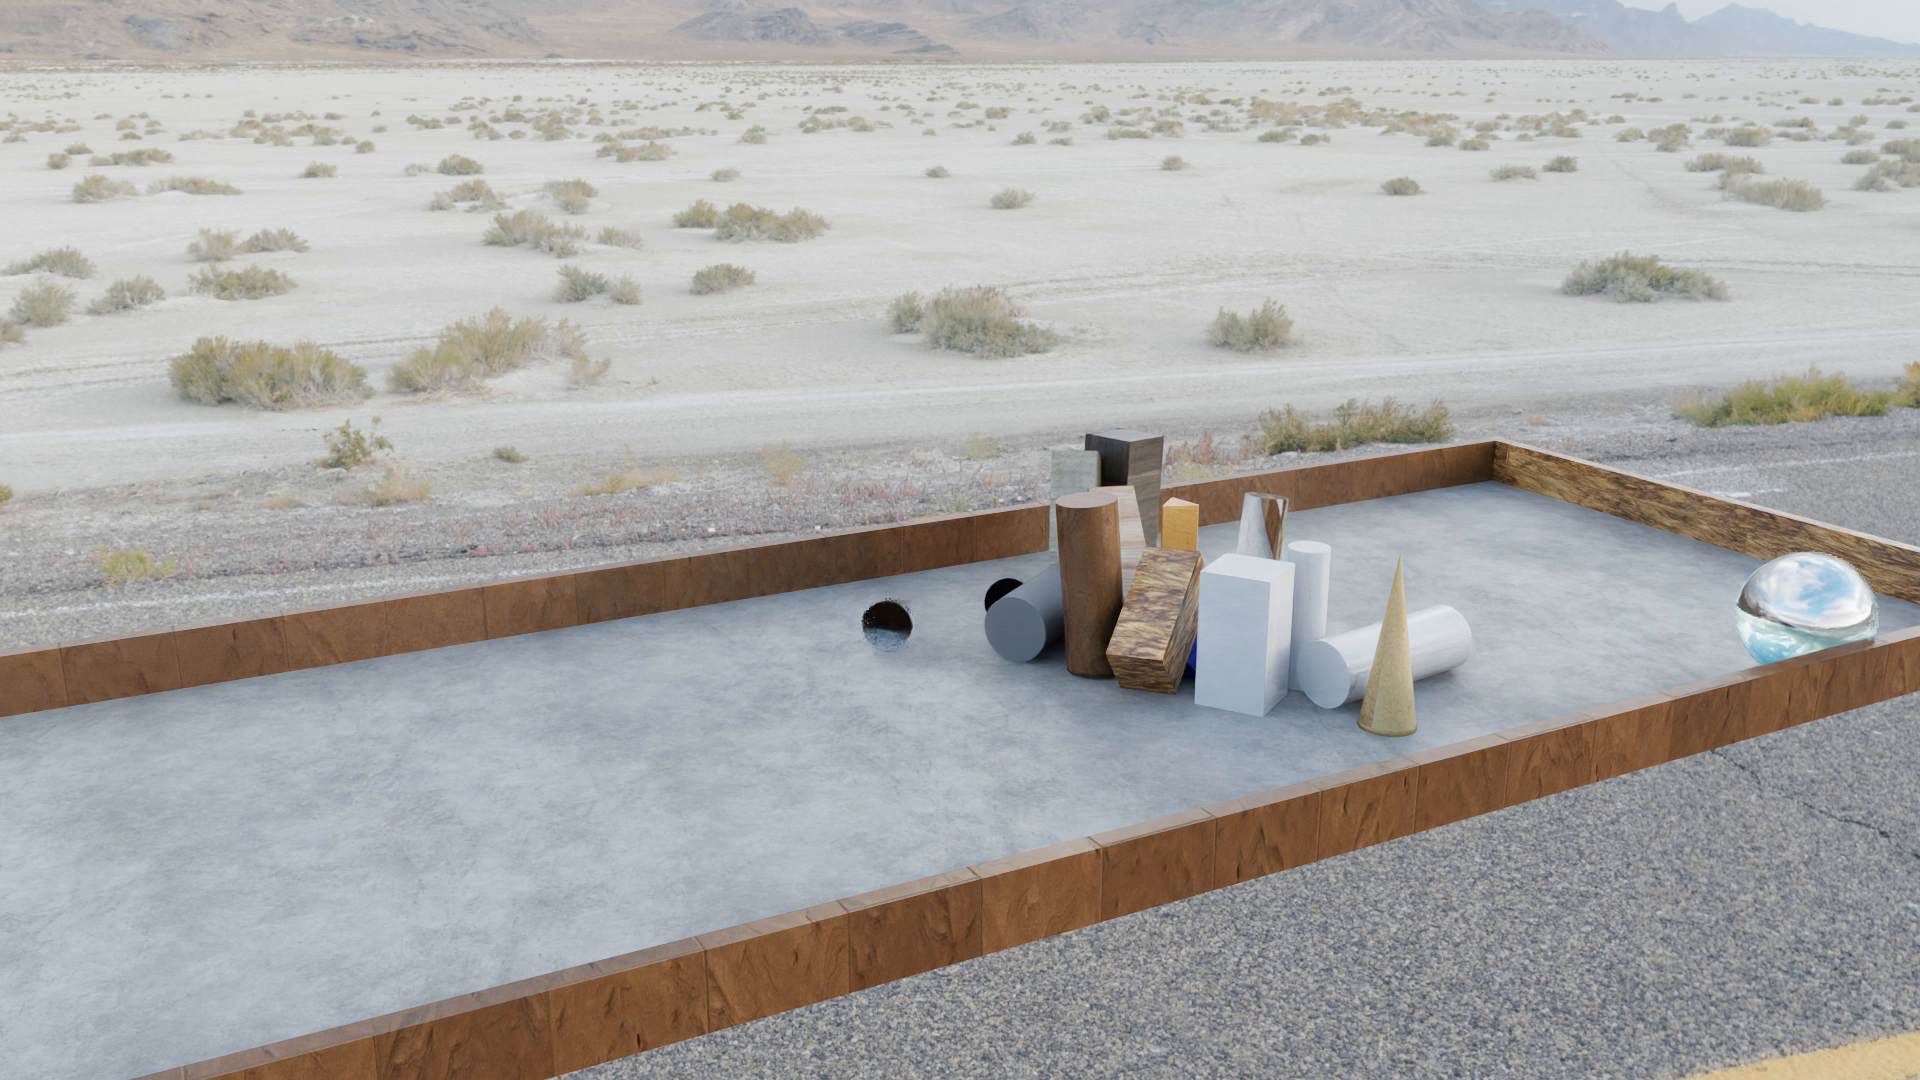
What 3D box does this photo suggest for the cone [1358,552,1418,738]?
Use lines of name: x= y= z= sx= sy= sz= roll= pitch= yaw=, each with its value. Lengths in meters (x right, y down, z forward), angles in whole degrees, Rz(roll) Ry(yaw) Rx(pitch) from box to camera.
cone: x=1.003 y=0.230 z=3.811 sx=0.136 sy=0.429 sz=0.136 roll=0 pitch=16 yaw=0

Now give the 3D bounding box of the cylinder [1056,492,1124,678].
cylinder: x=0.333 y=0.112 z=4.167 sx=0.156 sy=0.443 sz=0.156 roll=-5 pitch=16 yaw=1

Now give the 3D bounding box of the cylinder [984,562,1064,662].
cylinder: x=0.226 y=0.185 z=4.415 sx=0.175 sy=0.175 sz=0.370 roll=8 pitch=18 yaw=26

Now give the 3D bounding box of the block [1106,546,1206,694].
block: x=0.498 y=0.198 z=4.105 sx=0.147 sy=0.147 sz=0.334 roll=5 pitch=54 yaw=28

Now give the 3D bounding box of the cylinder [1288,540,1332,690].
cylinder: x=0.855 y=0.188 z=4.081 sx=0.103 sy=0.357 sz=0.103 roll=0 pitch=16 yaw=0

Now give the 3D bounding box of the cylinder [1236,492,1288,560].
cylinder: x=0.779 y=0.083 z=4.332 sx=0.116 sy=0.404 sz=0.116 roll=6 pitch=9 yaw=-1

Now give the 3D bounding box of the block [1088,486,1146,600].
block: x=0.431 y=0.065 z=4.460 sx=0.127 sy=0.127 sz=0.416 roll=-3 pitch=60 yaw=-10

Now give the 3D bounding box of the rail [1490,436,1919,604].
rail: x=2.466 y=-0.048 z=5.253 sx=0.050 sy=0.150 sz=2.100 roll=-9 pitch=18 yaw=-27

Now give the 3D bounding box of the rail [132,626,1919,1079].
rail: x=-2.336 y=1.006 z=1.665 sx=12.000 sy=0.150 sz=0.050 roll=-9 pitch=18 yaw=-27

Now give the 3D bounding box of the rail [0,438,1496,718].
rail: x=-3.305 y=0.497 z=3.399 sx=12.000 sy=0.150 sz=0.050 roll=-9 pitch=18 yaw=-27

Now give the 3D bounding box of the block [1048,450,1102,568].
block: x=0.328 y=-0.036 z=4.687 sx=0.130 sy=0.423 sz=0.130 roll=1 pitch=-3 yaw=10

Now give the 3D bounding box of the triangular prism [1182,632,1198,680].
triangular prism: x=0.636 y=0.204 z=4.202 sx=0.103 sy=0.089 sz=0.306 roll=12 pitch=57 yaw=35

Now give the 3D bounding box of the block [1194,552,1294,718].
block: x=0.688 y=0.226 z=3.987 sx=0.174 sy=0.337 sz=0.174 roll=9 pitch=19 yaw=28

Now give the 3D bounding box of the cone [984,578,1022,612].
cone: x=0.113 y=0.160 z=4.695 sx=0.132 sy=0.132 sz=0.301 roll=-2 pitch=4 yaw=-7

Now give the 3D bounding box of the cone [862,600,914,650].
cone: x=-0.161 y=0.201 z=4.555 sx=0.133 sy=0.133 sz=0.417 roll=2 pitch=7 yaw=8

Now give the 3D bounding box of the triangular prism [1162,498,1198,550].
triangular prism: x=0.603 y=0.046 z=4.631 sx=0.102 sy=0.319 sz=0.088 roll=-2 pitch=17 yaw=-7

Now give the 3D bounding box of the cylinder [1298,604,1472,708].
cylinder: x=1.057 y=0.285 z=4.089 sx=0.457 sy=0.167 sz=0.167 roll=-12 pitch=20 yaw=-34

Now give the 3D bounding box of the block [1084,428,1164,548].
block: x=0.470 y=-0.088 z=4.839 sx=0.162 sy=0.450 sz=0.162 roll=15 pitch=19 yaw=41

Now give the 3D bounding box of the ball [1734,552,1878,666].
ball: x=2.120 y=0.192 z=4.136 sx=0.320 sy=0.320 sz=0.320 roll=0 pitch=16 yaw=0
